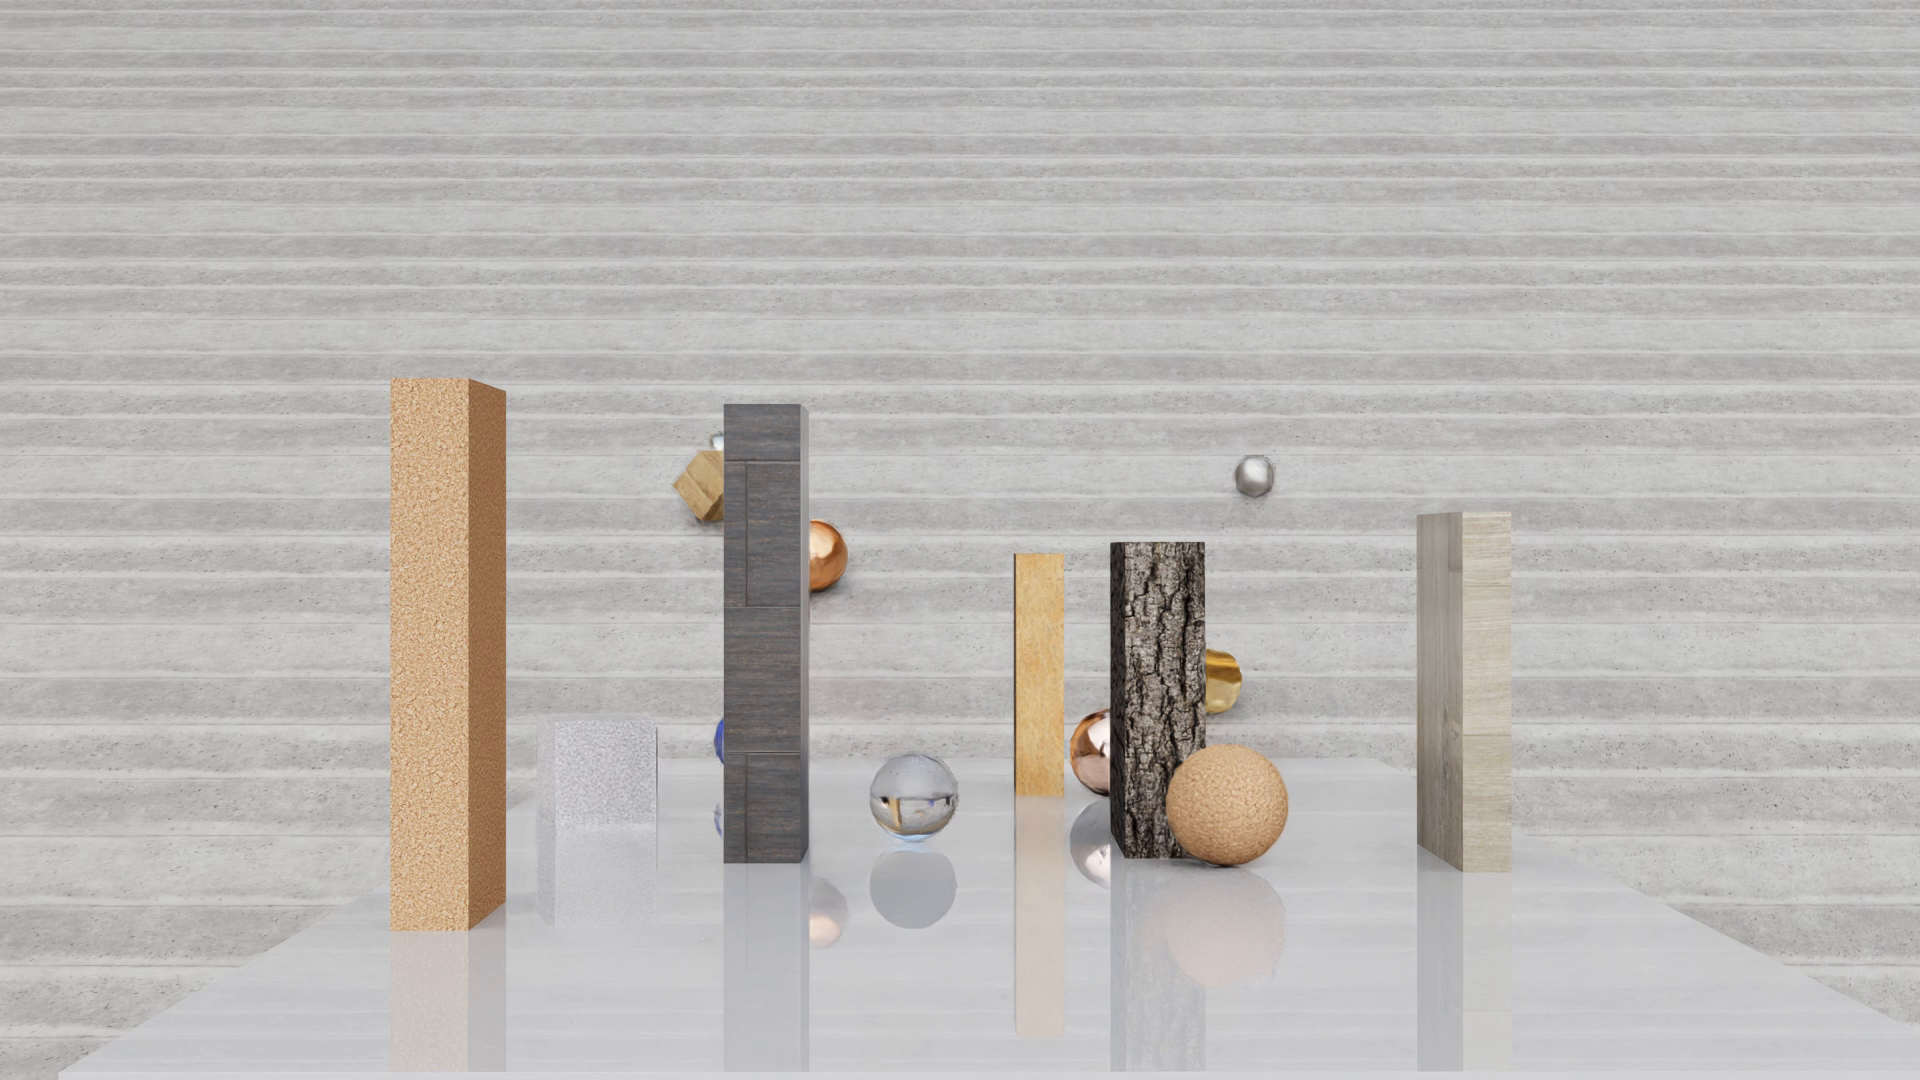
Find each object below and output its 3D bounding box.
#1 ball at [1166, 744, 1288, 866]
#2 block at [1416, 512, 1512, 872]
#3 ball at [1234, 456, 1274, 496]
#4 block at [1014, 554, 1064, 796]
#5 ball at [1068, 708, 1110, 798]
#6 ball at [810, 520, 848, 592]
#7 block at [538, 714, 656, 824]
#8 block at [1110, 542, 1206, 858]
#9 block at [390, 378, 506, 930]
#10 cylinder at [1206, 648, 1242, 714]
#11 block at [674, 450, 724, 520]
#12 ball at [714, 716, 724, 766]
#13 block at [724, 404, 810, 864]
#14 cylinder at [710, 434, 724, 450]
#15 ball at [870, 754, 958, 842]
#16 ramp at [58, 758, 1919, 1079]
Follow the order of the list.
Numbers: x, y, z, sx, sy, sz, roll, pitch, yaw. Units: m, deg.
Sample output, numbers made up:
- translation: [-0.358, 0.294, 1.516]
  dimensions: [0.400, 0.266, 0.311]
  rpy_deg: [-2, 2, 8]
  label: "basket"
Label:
- translation: [0.455, 0.451, 4.410]
  dimensions: [0.208, 0.208, 0.208]
  rpy_deg: [0, 31, 0]
  label: "ball"
- translation: [0.878, 0.254, 4.527]
  dimensions: [0.081, 0.602, 0.432]
  rpy_deg: [0, 0, 0]
  label: "block"
- translation: [0.911, -0.198, 8.008]
  dimensions: [0.125, 0.125, 0.125]
  rpy_deg: [0, 31, 0]
  label: "ball"
- translation: [0.175, 0.295, 5.799]
  dimensions: [0.105, 0.529, 0.274]
  rpy_deg: [0, 0, 0]
  label: "block"
- translation: [0.335, 0.461, 5.622]
  dimensions: [0.197, 0.197, 0.197]
  rpy_deg: [0, 31, 0]
  label: "ball"
- translation: [-0.429, 0.046, 7.513]
  dimensions: [0.208, 0.208, 0.208]
  rpy_deg: [0, 31, 0]
  label: "ball"
- translation: [-0.730, 0.458, 5.197]
  dimensions: [0.201, 0.201, 0.201]
  rpy_deg: [0, 0, -19]
  label: "block"
- translation: [0.358, 0.280, 4.734]
  dimensions: [0.139, 0.552, 0.447]
  rpy_deg: [0, 0, 0]
  label: "block"
- translation: [-0.751, 0.162, 3.815]
  dimensions: [0.110, 0.782, 0.306]
  rpy_deg: [0, 0, 0]
  label: "block"
- translation: [0.632, 0.375, 6.933]
  dimensions: [0.173, 0.173, 0.173]
  rpy_deg: [9, 19, -42]
  label: "cylinder"
- translation: [-0.741, -0.166, 7.838]
  dimensions: [0.149, 0.149, 0.149]
  rpy_deg: [50, 27, 20]
  label: "block"
- translation: [-0.489, 0.472, 6.089]
  dimensions: [0.178, 0.178, 0.178]
  rpy_deg: [0, 31, 0]
  label: "ball"
- translation: [-0.340, 0.161, 4.570]
  dimensions: [0.132, 0.789, 0.251]
  rpy_deg: [0, 0, 0]
  label: "block"
- translation: [-0.675, -0.247, 8.032]
  dimensions: [0.178, 0.178, 0.178]
  rpy_deg: [-6, 31, -11]
  label: "cylinder"
- translation: [-0.086, 0.475, 4.782]
  dimensions: [0.162, 0.162, 0.162]
  rpy_deg: [0, 31, 0]
  label: "ball"
- translation: [0.068, 0.606, 4.672]
  dimensions: [2.000, 0.100, 4.000]
  rpy_deg: [0, 0, 0]
  label: "ramp"
